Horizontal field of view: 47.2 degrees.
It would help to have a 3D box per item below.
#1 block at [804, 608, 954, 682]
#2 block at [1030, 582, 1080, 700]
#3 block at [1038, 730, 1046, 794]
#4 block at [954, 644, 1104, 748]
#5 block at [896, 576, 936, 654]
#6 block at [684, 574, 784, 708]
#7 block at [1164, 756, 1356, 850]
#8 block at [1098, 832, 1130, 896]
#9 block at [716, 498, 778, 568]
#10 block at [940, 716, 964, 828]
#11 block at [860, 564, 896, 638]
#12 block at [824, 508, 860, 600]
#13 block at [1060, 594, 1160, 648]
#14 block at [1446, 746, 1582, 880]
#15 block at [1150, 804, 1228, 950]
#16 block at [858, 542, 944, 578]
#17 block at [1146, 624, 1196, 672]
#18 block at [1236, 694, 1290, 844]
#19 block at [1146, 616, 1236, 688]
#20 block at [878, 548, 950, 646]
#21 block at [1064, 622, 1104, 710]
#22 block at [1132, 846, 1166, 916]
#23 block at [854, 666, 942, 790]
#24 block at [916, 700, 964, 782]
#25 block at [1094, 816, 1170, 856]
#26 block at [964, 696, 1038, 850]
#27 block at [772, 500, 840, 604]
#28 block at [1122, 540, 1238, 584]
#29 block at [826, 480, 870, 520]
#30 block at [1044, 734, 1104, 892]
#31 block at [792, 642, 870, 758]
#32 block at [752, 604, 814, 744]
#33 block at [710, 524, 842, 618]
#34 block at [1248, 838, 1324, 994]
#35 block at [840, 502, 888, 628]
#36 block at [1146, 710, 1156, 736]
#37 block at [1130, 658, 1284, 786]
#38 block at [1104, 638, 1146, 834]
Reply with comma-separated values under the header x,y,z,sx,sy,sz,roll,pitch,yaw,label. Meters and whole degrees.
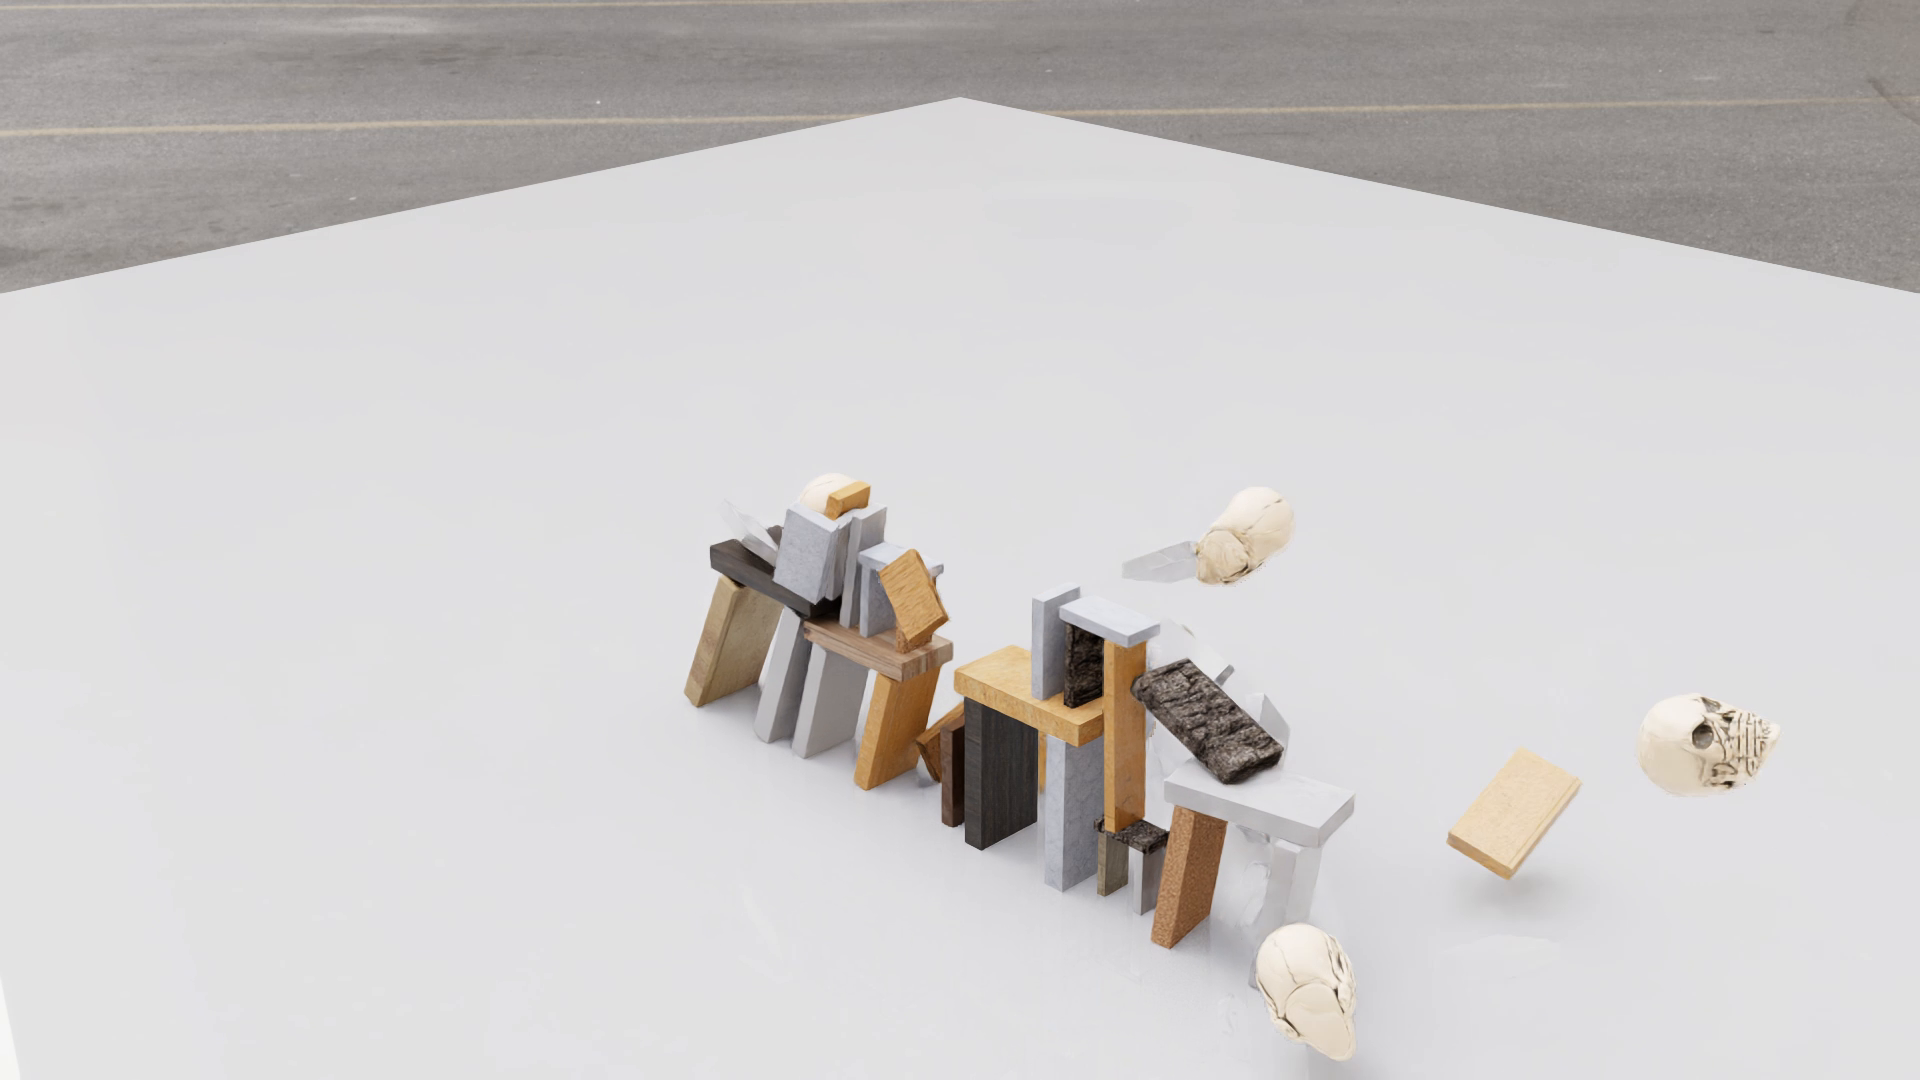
x,y,z,sx,sy,sz,roll,pitch,yaw,label
-0.167,0.203,4.487,0.145,0.041,0.290,-21,31,-41,block
0.179,0.189,4.109,0.029,0.204,0.102,21,31,40,block
0.160,0.435,4.582,0.031,0.110,0.220,-22,12,23,block
0.160,0.293,4.185,0.162,0.046,0.323,-21,31,-41,block
-0.089,0.142,4.374,0.080,0.159,0.023,-21,36,-41,block
-0.486,0.200,4.842,0.180,0.359,0.051,-22,55,-41,block
0.526,0.452,3.872,0.298,0.042,0.149,15,27,31,block
0.291,0.603,4.168,0.019,0.135,0.067,21,31,41,block
-0.442,-0.014,4.646,0.104,0.029,0.208,36,5,-29,block
0.012,0.456,4.404,0.031,0.220,0.110,21,31,40,block
-0.164,0.112,4.444,0.080,0.159,0.023,-21,35,-41,block
-0.236,0.029,4.439,0.025,0.175,0.087,26,39,25,block
0.272,0.146,3.999,0.086,0.024,0.172,-20,30,-38,block
1.044,0.512,4.141,0.133,0.038,0.266,31,53,26,block
0.423,0.583,4.001,0.042,0.298,0.149,23,31,29,block
-0.118,0.045,4.366,0.159,0.023,0.080,20,30,39,block
0.454,0.287,4.955,0.257,0.036,0.128,-21,64,-39,block
0.587,0.450,4.330,0.038,0.133,0.266,-8,49,32,block
0.444,0.241,4.395,0.102,0.029,0.204,-46,46,-6,block
-0.090,0.108,4.252,0.025,0.087,0.175,34,25,-51,block
0.233,0.220,4.077,0.086,0.172,0.024,-20,30,-39,block
0.355,0.627,4.109,0.068,0.135,0.019,-21,31,-41,block
-0.129,0.371,4.516,0.145,0.290,0.041,-21,47,-41,block
0.012,0.396,4.593,0.220,0.110,0.031,-38,38,-24,block
0.323,0.544,4.109,0.068,0.019,0.135,-21,31,-41,block
0.082,0.434,4.325,0.046,0.323,0.162,21,31,41,block
-0.309,0.026,4.389,0.104,0.208,0.029,28,45,13,block
0.484,0.050,4.848,0.128,0.036,0.256,7,-15,-29,block
-0.238,-0.010,4.470,0.029,0.208,0.104,26,31,27,block
0.235,0.493,4.185,0.162,0.323,0.046,-21,31,-41,block
-0.265,0.317,4.642,0.145,0.290,0.041,-21,47,-41,block
-0.324,0.261,4.691,0.180,0.359,0.051,-21,51,-41,block
-0.352,0.062,4.646,0.180,0.051,0.359,-19,28,-37,block
0.580,0.635,3.879,0.042,0.298,0.149,20,29,25,block
-0.196,0.052,4.465,0.025,0.254,0.087,24,32,27,block
0.334,0.337,4.670,0.036,0.128,0.257,19,2,42,block
0.443,0.324,3.962,0.133,0.038,0.265,-17,47,-36,block
0.304,0.350,4.046,0.086,0.387,0.024,-21,28,-40,block
